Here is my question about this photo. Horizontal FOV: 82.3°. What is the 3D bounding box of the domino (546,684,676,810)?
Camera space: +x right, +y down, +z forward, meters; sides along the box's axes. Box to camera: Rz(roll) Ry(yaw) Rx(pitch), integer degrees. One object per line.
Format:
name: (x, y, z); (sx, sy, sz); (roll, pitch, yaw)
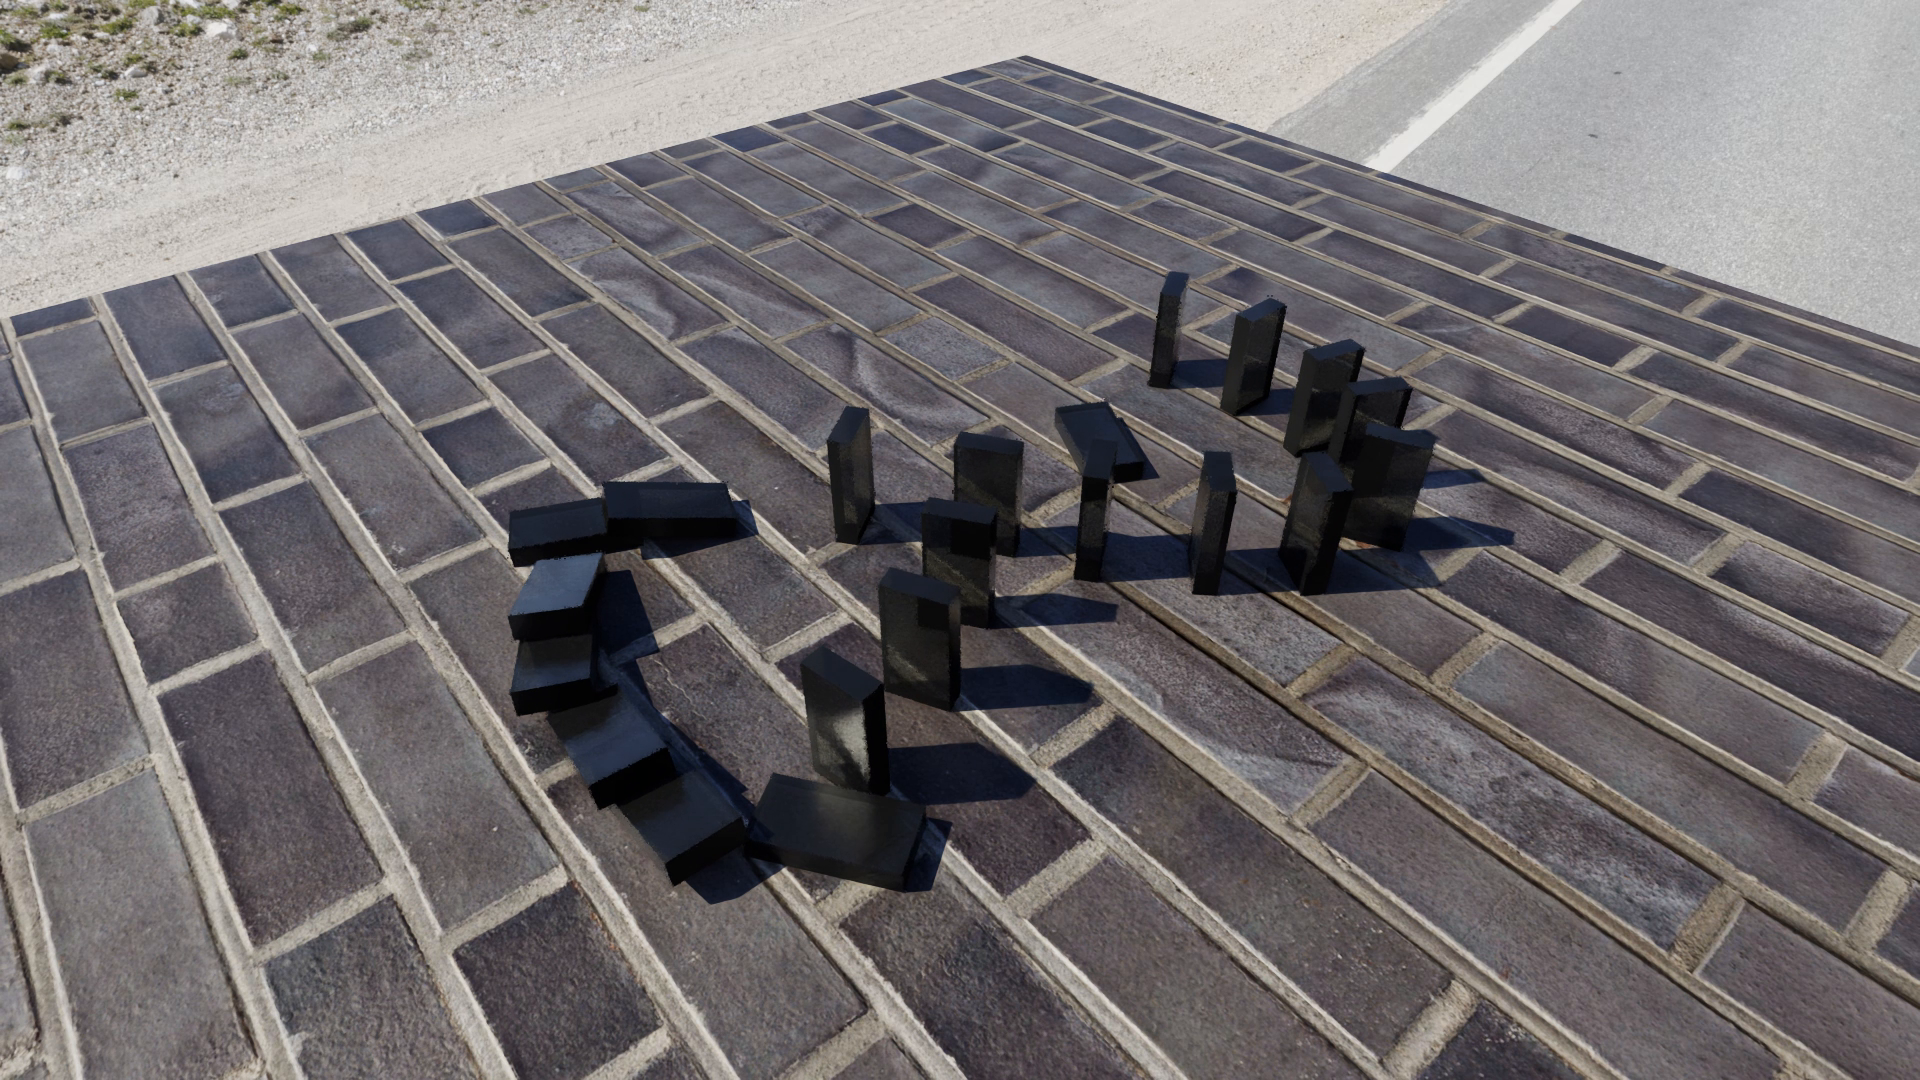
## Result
domino: (-0.113, 0.065, 0.353); (0.025, 0.009, 0.050); (-25, 30, -26)

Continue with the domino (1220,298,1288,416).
domino: (0.137, -0.085, 0.516); (0.025, 0.050, 0.009); (-29, 47, -30)

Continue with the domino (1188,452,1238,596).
domino: (0.096, -0.006, 0.419); (0.009, 0.050, 0.025); (3, 39, 4)

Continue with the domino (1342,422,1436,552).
domino: (0.169, -0.021, 0.437); (0.025, 0.050, 0.009); (16, 42, 19)

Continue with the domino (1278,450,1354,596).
domino: (0.135, -0.006, 0.419); (0.010, 0.050, 0.025); (-5, 40, -6)

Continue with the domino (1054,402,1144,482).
domino: (0.062, -0.044, 0.497); (0.025, 0.010, 0.050); (-8, 40, -10)

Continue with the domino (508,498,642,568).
domino: (-0.157, -0.005, 0.449); (0.050, 0.010, 0.025); (-10, 40, -12)

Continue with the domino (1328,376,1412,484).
domino: (0.171, -0.044, 0.465); (0.025, 0.050, 0.009); (-8, 40, -10)

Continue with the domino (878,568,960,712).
domino: (-0.013, 0.034, 0.370); (0.025, 0.050, 0.009); (15, 42, 18)

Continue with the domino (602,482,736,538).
domino: (-0.119, -0.013, 0.449); (0.050, 0.010, 0.025); (-1, 38, -24)

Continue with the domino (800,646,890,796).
domino: (-0.035, 0.058, 0.340); (0.025, 0.050, 0.009); (27, 46, 29)

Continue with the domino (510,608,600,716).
domino: (-0.141, 0.041, 0.385); (0.025, 0.010, 0.050); (-10, 28, -12)

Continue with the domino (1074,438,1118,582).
domino: (0.052, -0.011, 0.425); (0.010, 0.050, 0.025); (9, 40, 11)

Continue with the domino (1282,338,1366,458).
domino: (0.161, -0.062, 0.488); (0.025, 0.050, 0.009); (-16, 42, -19)

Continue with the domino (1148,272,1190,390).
domino: (0.102, -0.102, 0.536); (0.010, 0.050, 0.025); (12, 41, 14)

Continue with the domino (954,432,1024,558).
domino: (0.011, -0.017, 0.433); (0.025, 0.050, 0.010); (11, 40, 13)

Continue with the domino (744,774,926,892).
domino: (-0.038, 0.089, 0.335); (0.050, 0.009, 0.025); (9, 40, 11)

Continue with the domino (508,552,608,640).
domino: (-0.148, 0.020, 0.407); (0.025, 0.010, 0.050); (-7, 23, -6)

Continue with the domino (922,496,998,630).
domino: (0.000, 0.009, 0.400); (0.025, 0.050, 0.010); (10, 40, 12)

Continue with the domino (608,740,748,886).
domino: (-0.088, 0.082, 0.335); (0.025, 0.009, 0.050); (-28, 35, -30)

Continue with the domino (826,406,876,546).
domino: (-0.043, -0.026, 0.443); (0.009, 0.050, 0.025); (8, 40, 10)
